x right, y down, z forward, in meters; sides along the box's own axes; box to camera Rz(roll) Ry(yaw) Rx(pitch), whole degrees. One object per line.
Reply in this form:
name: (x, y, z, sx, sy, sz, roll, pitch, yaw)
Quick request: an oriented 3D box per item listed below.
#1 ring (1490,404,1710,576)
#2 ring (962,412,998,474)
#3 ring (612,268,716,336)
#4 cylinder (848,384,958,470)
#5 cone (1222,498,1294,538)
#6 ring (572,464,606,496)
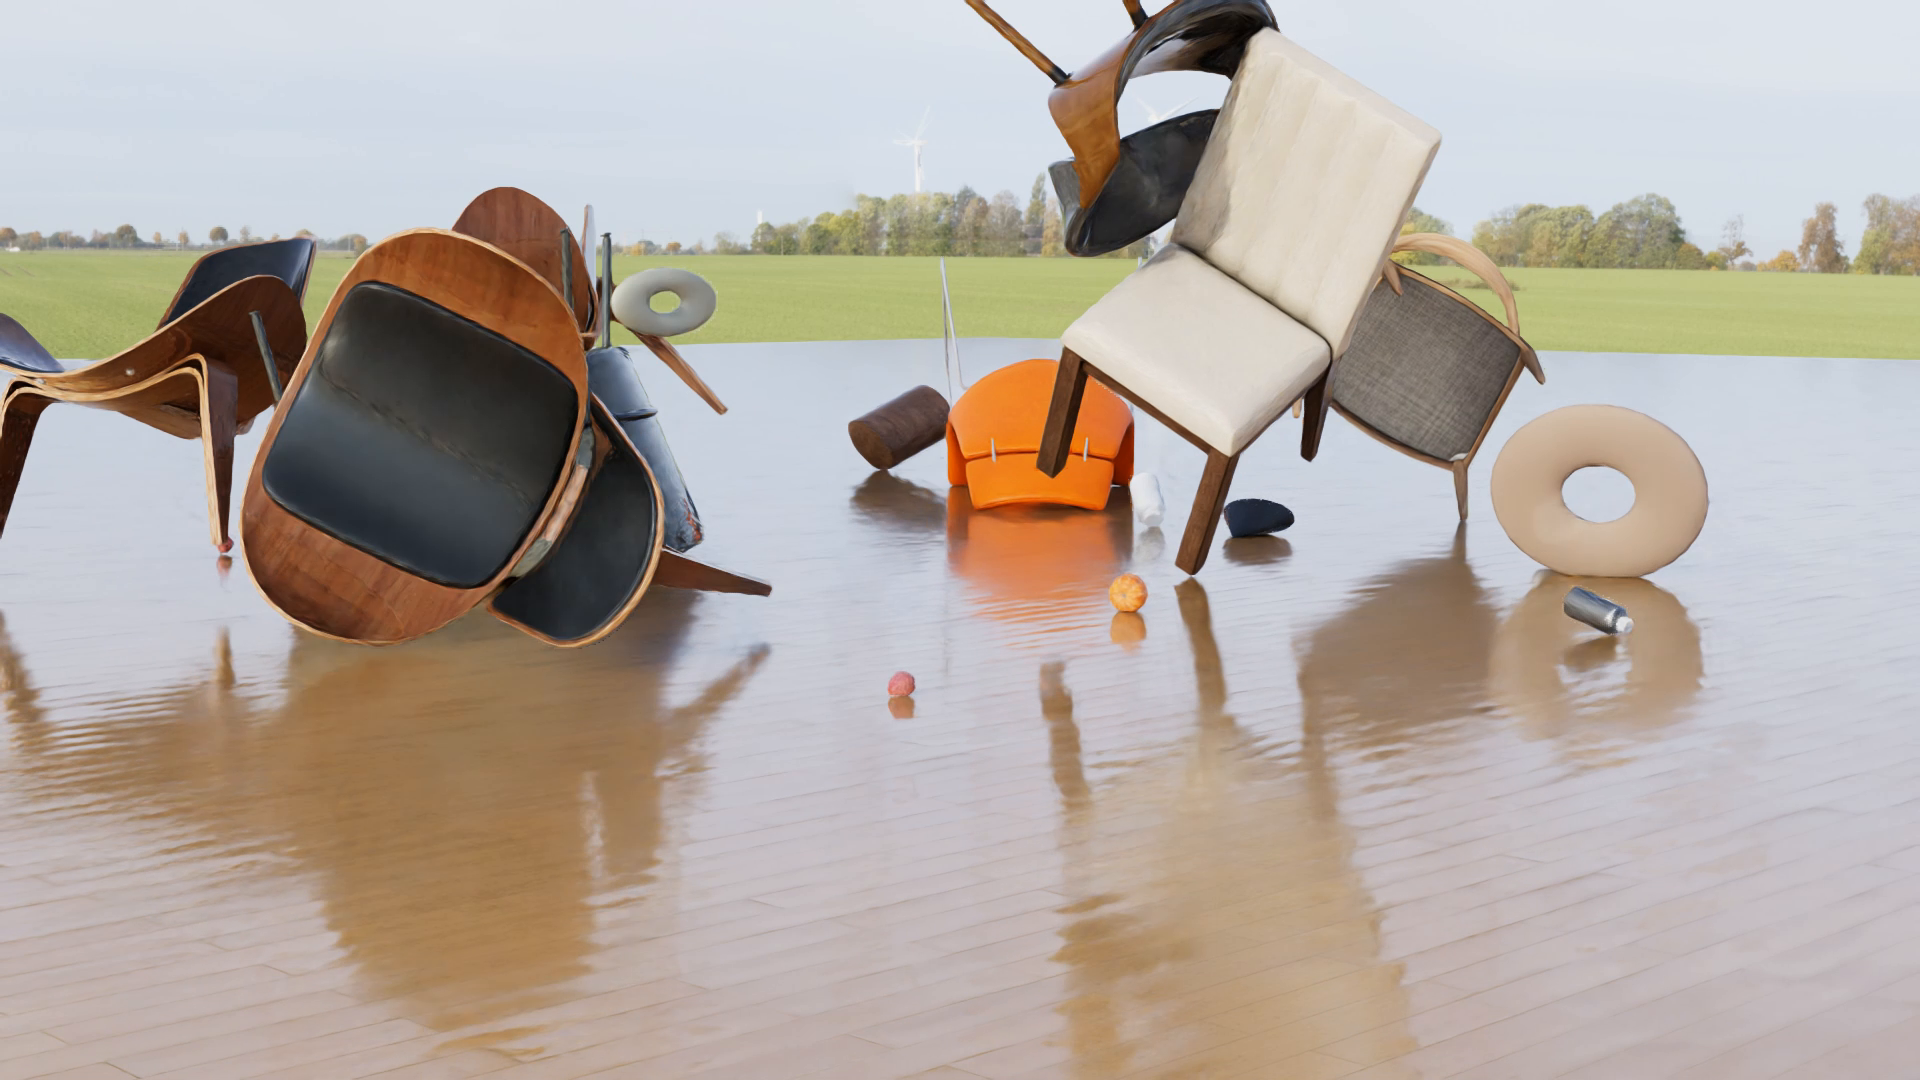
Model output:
ring: (1.383, -0.099, 5.553, 0.466, 0.436, 0.066, 23, 35, 0)
ring: (0.065, -0.323, 8.533, 0.125, 0.217, 0.056, -16, -4, 32)
ring: (-0.716, -0.577, 6.225, 0.048, 0.168, 0.387, 13, 11, 32)
cylinder: (-0.195, -0.385, 8.747, 0.282, 0.180, 0.252, -30, 37, -25)
cone: (0.725, -0.033, 6.511, 0.206, 0.096, 0.144, 4, 26, 34)
ring: (-1.111, -0.178, 7.672, 0.125, 0.095, 0.056, -26, 23, 51)
